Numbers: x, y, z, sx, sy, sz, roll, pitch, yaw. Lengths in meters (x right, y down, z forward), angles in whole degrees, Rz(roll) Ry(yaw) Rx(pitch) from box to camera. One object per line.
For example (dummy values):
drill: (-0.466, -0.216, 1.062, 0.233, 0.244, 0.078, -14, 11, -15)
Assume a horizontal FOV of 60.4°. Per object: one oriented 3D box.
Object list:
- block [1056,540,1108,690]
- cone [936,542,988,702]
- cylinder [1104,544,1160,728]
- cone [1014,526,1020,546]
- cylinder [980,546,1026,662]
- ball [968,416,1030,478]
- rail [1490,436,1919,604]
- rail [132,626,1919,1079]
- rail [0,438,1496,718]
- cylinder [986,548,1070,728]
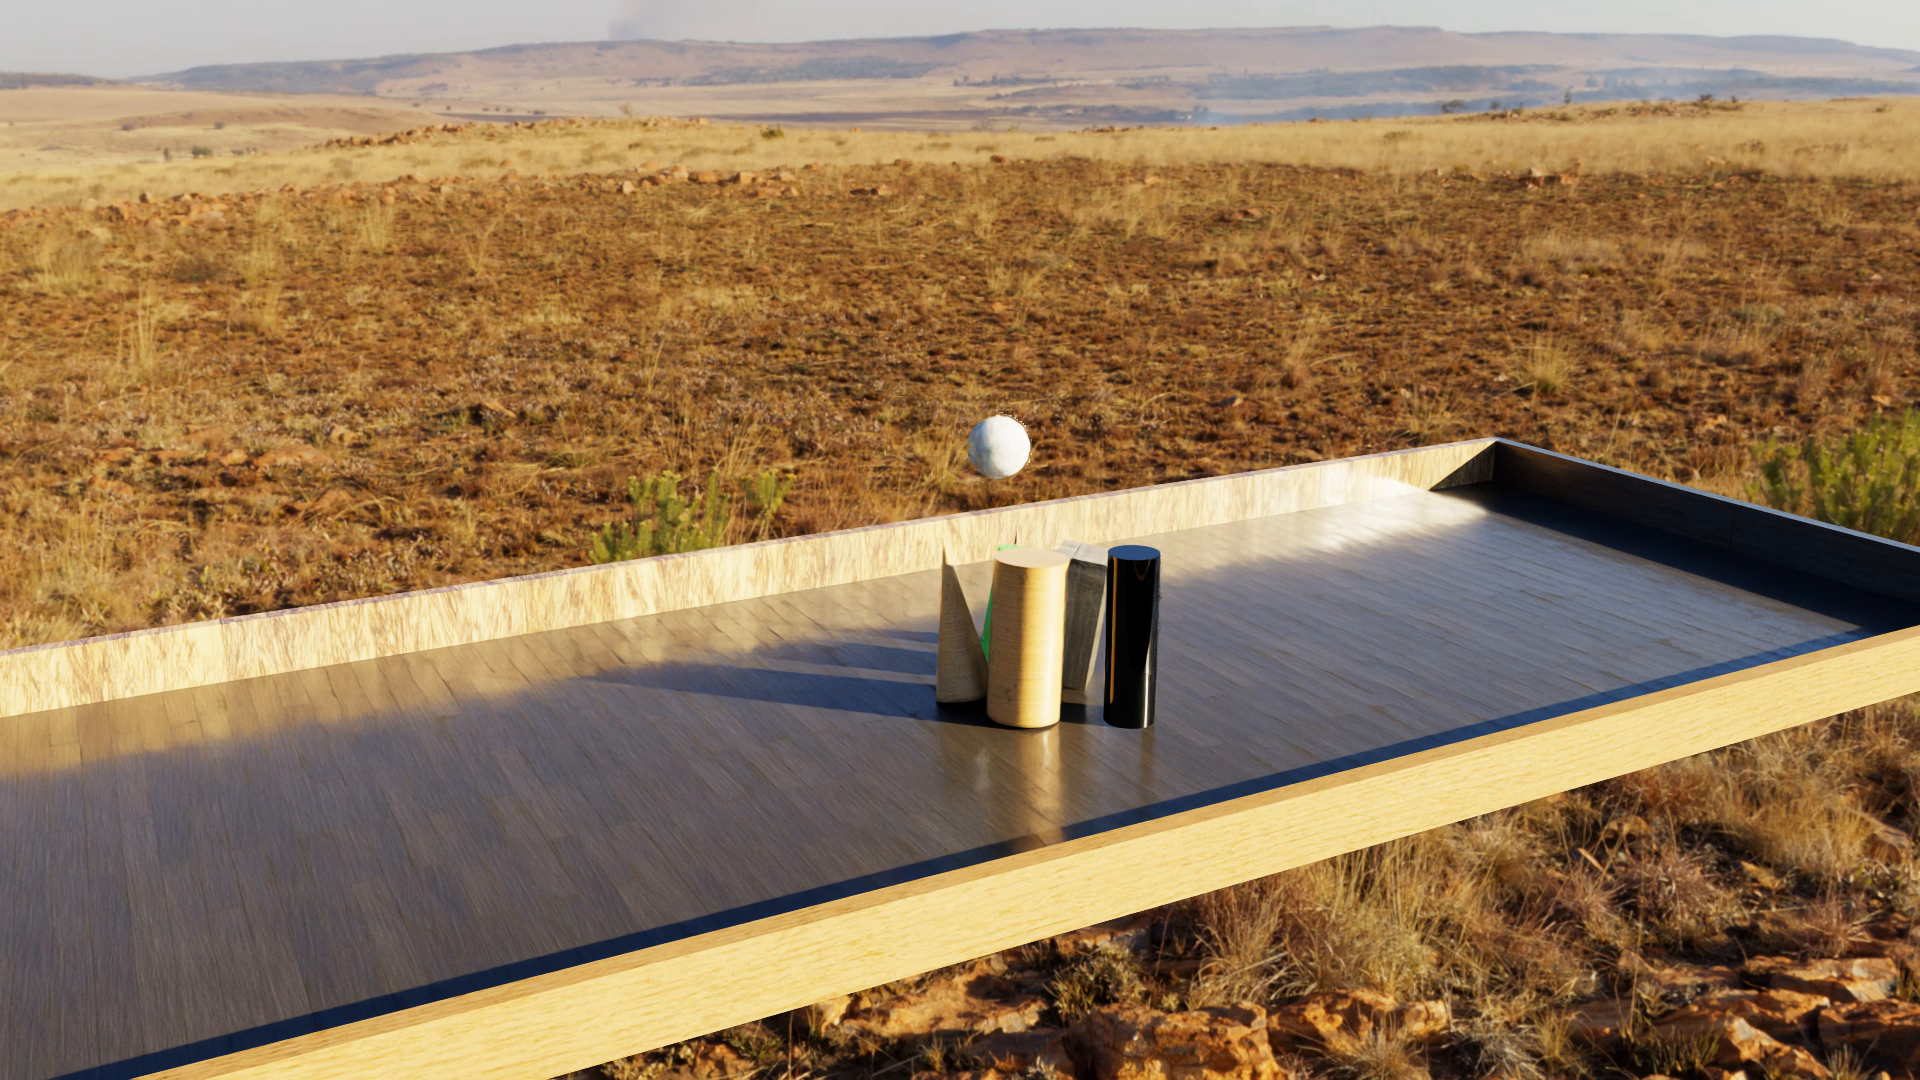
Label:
block: (0.284, 0.186, 4.107, 0.134, 0.331, 0.134, 13, 19, 10)
cone: (-0.012, 0.184, 3.994, 0.151, 0.393, 0.151, -8, 8, 1)
cylinder: (0.401, 0.226, 3.853, 0.122, 0.412, 0.122, 0, 16, 0)
cone: (0.149, 0.123, 4.347, 0.105, 0.332, 0.105, 0, 16, 0)
cylinder: (0.145, 0.176, 4.177, 0.151, 0.300, 0.151, 10, 9, -2)
ball: (0.112, -0.271, 4.806, 0.183, 0.183, 0.183, 0, 16, 0)
rail: (2.466, -0.048, 5.253, 0.050, 0.150, 2.100, -9, 18, -27)
rail: (-2.336, 1.006, 1.665, 12.000, 0.150, 0.050, -9, 18, -27)
rail: (-3.305, 0.497, 3.399, 12.000, 0.150, 0.050, -9, 18, -27)
cylinder: (0.159, 0.228, 3.877, 0.177, 0.386, 0.177, 2, 14, -1)
